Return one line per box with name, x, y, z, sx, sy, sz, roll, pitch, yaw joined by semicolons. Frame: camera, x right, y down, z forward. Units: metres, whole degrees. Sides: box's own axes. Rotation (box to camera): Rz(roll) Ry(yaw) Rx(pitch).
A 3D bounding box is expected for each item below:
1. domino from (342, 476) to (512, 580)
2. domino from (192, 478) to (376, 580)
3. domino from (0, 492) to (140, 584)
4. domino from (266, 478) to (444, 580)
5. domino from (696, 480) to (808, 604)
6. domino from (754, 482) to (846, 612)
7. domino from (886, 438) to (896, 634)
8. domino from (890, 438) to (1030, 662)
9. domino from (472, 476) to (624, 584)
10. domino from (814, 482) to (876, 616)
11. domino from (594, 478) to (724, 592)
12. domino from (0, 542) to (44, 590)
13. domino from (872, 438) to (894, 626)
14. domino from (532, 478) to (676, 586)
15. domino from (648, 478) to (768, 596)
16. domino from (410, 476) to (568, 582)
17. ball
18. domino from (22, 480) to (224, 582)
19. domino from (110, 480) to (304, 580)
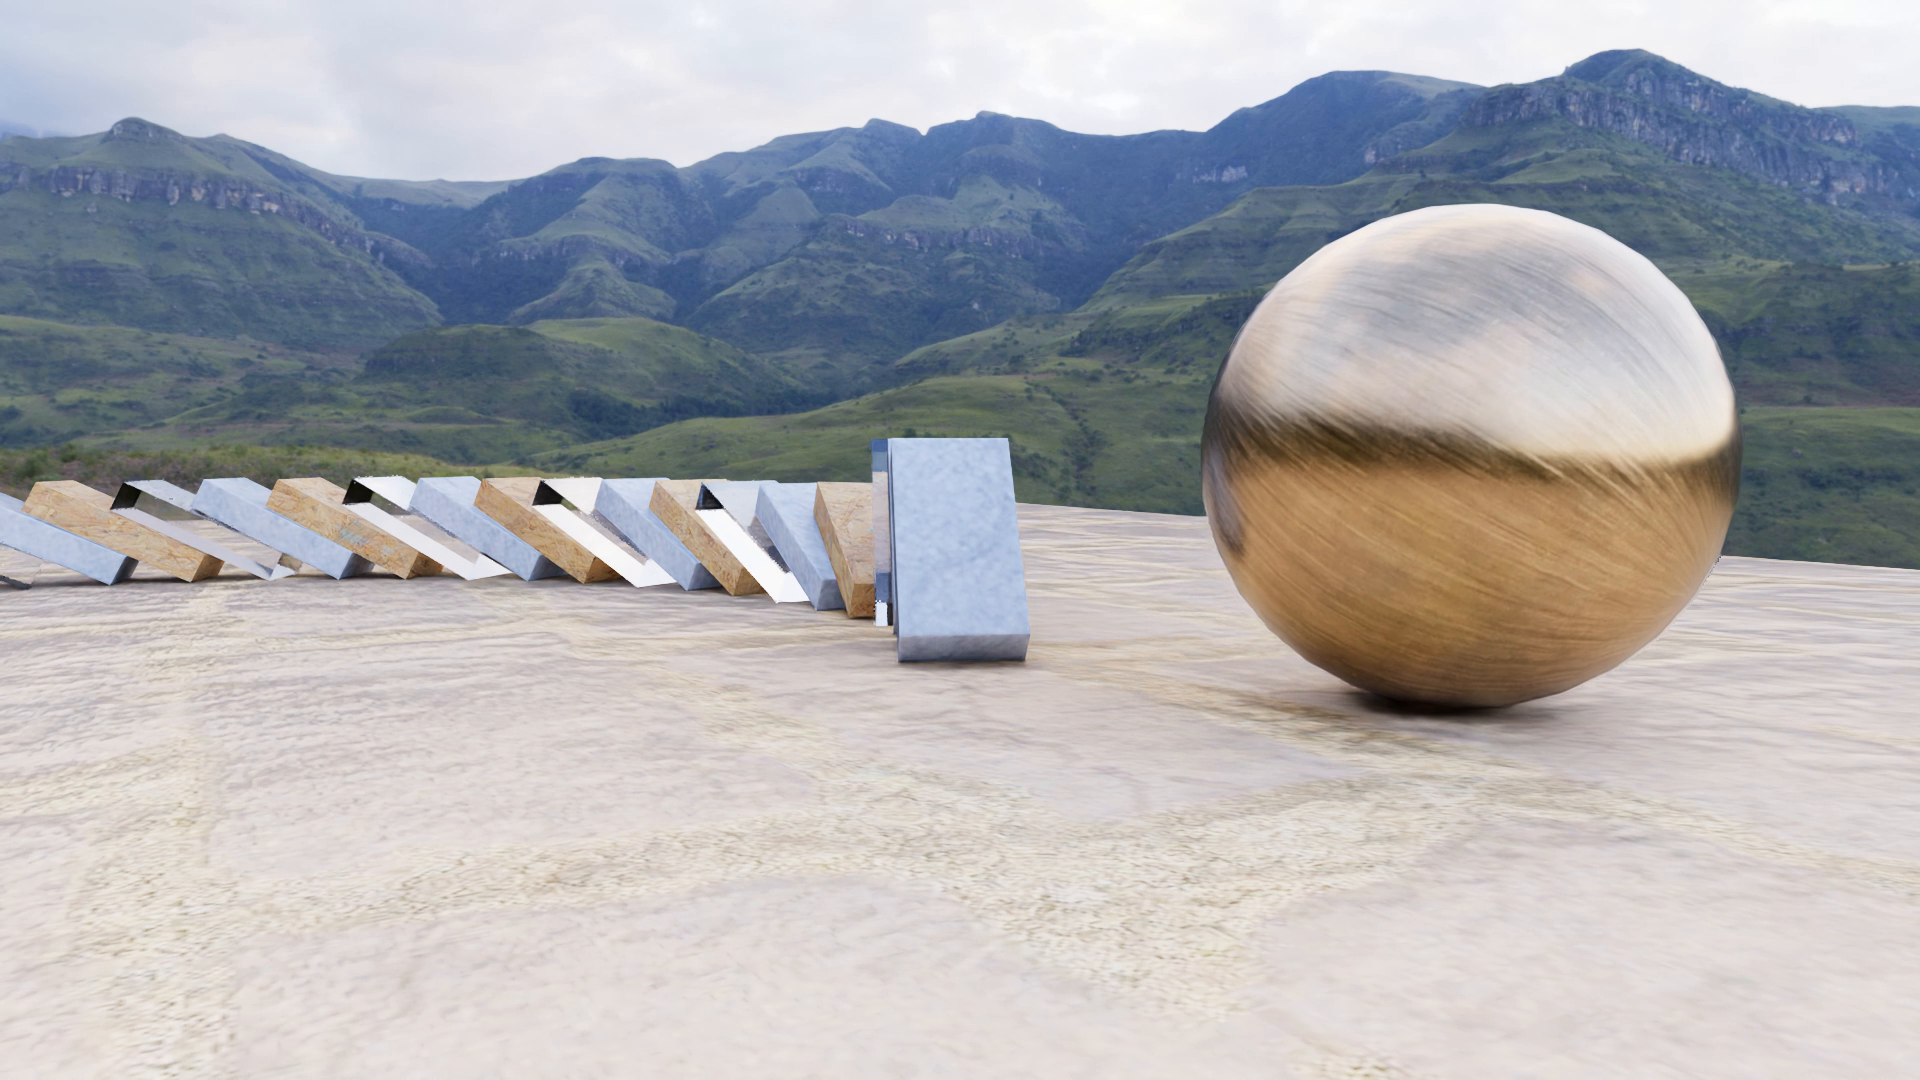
domino;-0.171;-0.004;0.416;0.050;0.010;0.025;29;9;9
domino;-0.215;-0.004;0.413;0.050;0.010;0.025;27;3;-4
domino;-0.278;-0.002;0.389;0.050;0.010;0.025;27;-6;-20
domino;-0.194;-0.004;0.415;0.050;0.010;0.025;27;5;0
domino;-0.052;-0.001;0.365;0.025;0.009;0.050;-4;33;-40
domino;-0.035;0.001;0.349;0.025;0.009;0.050;-2;32;-29
domino;-0.004;-0.002;0.300;0.025;0.050;0.010;0;-37;-6
domino;-0.001;0.001;0.263;0.025;0.050;0.009;0;-37;-6
domino;-0.127;-0.004;0.409;0.050;0.009;0.025;31;16;20
domino;-0.021;0.001;0.332;0.025;0.009;0.050;0;31;-18
domino;-0.087;-0.003;0.392;0.050;0.010;0.025;36;25;31
domino;-0.296;-0.001;0.373;0.050;0.010;0.025;28;-12;-32
domino;-0.009;-0.003;0.313;0.025;0.050;0.009;0;-37;-6
domino;-0.107;-0.003;0.401;0.050;0.009;0.025;33;19;24
domino;-0.068;-0.002;0.380;0.025;0.010;0.050;-4;33;-44
domino;-0.149;-0.004;0.414;0.050;0.010;0.025;30;13;14
ball;0.079;-0.013;0.207;0.080;0.080;0.080;0;4;0
domino;-0.258;-0.003;0.399;0.050;0.009;0.025;26;-2;-13
domino;-0.237;-0.003;0.407;0.050;0.009;0.025;26;0;-9
